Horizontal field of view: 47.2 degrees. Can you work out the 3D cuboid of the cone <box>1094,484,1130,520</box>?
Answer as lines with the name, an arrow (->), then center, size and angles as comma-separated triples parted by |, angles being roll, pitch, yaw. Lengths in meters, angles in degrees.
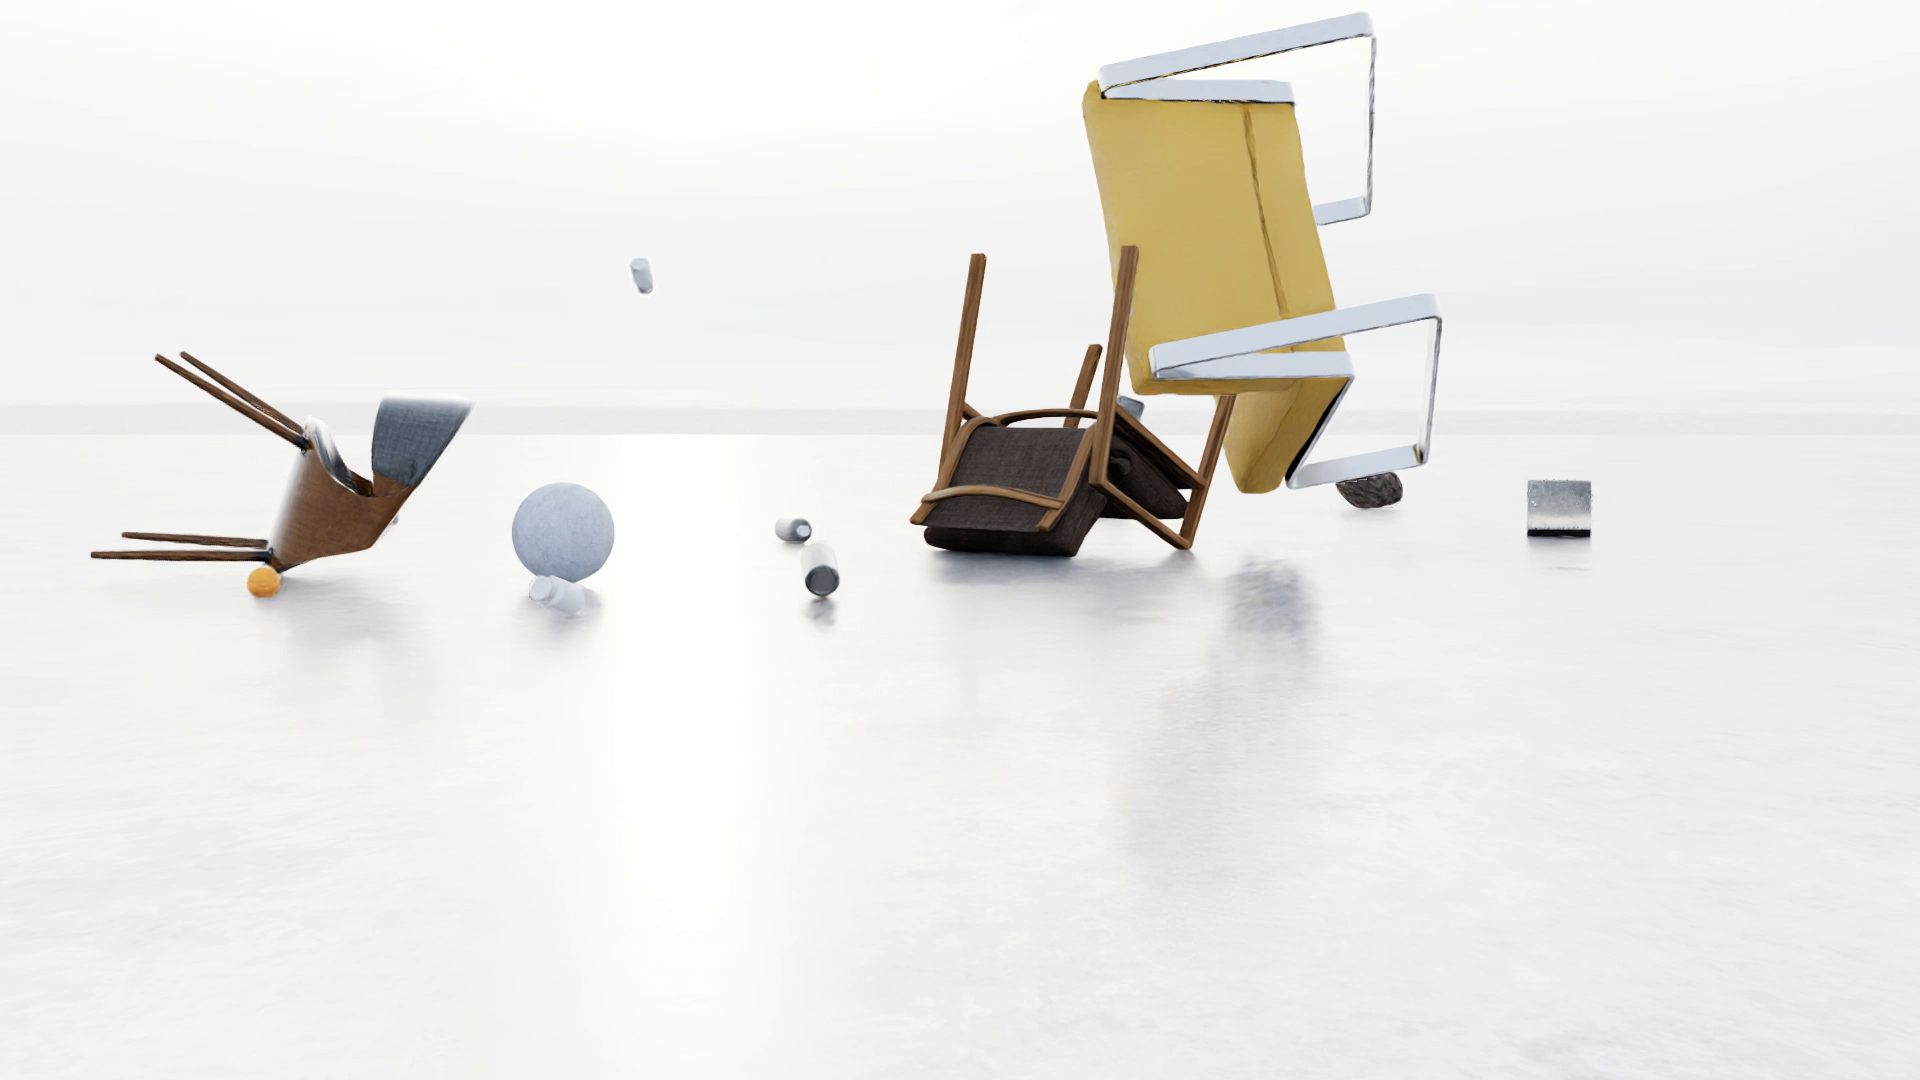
cone -> 0.534, -0.105, 7.634 | 0.125, 0.137, 0.132 | -4, 32, 2

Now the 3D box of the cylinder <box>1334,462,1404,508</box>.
cylinder -> 1.542, -0.207, 8.293 | 0.131, 0.150, 0.230 | -9, 31, -41

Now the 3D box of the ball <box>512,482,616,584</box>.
ball -> -0.912, -0.016, 5.061 | 0.236, 0.236, 0.236 | 0, 4, 0

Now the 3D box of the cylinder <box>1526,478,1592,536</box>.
cylinder -> 1.828, -0.099, 6.713 | 0.188, 0.179, 0.116 | 1, -14, 14
